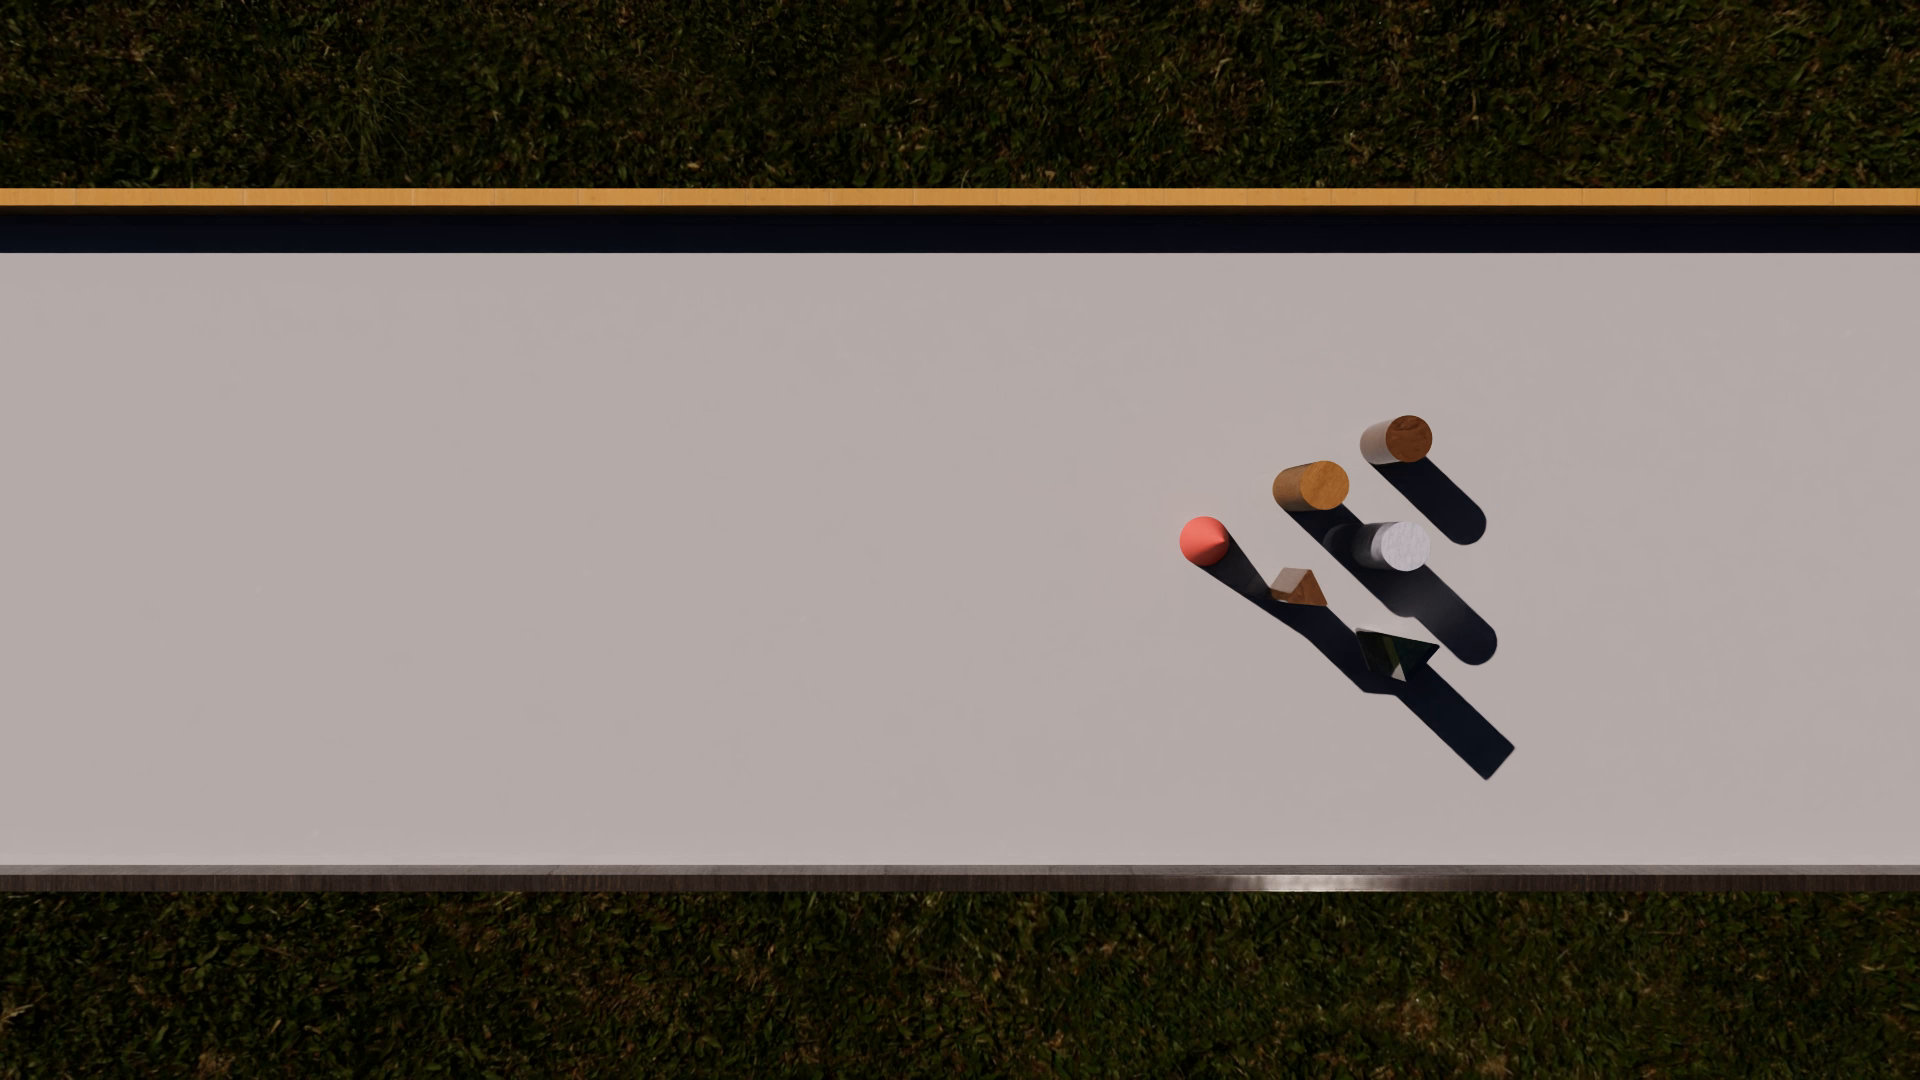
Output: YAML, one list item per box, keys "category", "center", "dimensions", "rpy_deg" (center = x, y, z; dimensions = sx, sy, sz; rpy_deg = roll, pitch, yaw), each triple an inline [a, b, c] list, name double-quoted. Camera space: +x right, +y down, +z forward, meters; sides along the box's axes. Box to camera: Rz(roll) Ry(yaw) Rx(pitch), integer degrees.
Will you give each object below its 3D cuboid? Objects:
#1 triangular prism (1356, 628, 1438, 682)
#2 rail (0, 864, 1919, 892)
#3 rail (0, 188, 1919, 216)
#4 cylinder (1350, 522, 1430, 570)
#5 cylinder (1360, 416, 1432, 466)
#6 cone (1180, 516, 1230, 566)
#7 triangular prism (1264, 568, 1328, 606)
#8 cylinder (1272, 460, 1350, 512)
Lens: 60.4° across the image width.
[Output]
- category: "triangular prism"
  center: [1.261, 0.310, 4.860]
  dimensions: [0.118, 0.434, 0.137]
  rpy_deg: [41, 90, 0]
- category: "rail"
  center: [-2.247, 1.025, 5.001]
  dimensions: [12.000, 0.150, 0.050]
  rpy_deg: [0, 90, 0]
- category: "rail"
  center: [-2.247, -1.025, 5.002]
  dimensions: [12.000, 0.150, 0.050]
  rpy_deg: [0, 90, 0]
- category: "cylinder"
  center: [1.270, 0.018, 4.887]
  dimensions: [0.141, 0.379, 0.141]
  rpy_deg: [0, 90, 0]
- category: "cylinder"
  center: [1.298, -0.293, 4.923]
  dimensions: [0.137, 0.307, 0.137]
  rpy_deg: [0, 90, 0]
- category: "cone"
  center: [0.752, 0.004, 4.885]
  dimensions: [0.154, 0.383, 0.154]
  rpy_deg: [0, 90, 0]
- category: "triangular prism"
  center: [0.996, 0.133, 4.891]
  dimensions: [0.114, 0.370, 0.098]
  rpy_deg: [4, 90, 0]
- category: "cylinder"
  center: [1.031, -0.155, 4.870]
  dimensions: [0.139, 0.414, 0.139]
  rpy_deg: [0, 90, 0]
